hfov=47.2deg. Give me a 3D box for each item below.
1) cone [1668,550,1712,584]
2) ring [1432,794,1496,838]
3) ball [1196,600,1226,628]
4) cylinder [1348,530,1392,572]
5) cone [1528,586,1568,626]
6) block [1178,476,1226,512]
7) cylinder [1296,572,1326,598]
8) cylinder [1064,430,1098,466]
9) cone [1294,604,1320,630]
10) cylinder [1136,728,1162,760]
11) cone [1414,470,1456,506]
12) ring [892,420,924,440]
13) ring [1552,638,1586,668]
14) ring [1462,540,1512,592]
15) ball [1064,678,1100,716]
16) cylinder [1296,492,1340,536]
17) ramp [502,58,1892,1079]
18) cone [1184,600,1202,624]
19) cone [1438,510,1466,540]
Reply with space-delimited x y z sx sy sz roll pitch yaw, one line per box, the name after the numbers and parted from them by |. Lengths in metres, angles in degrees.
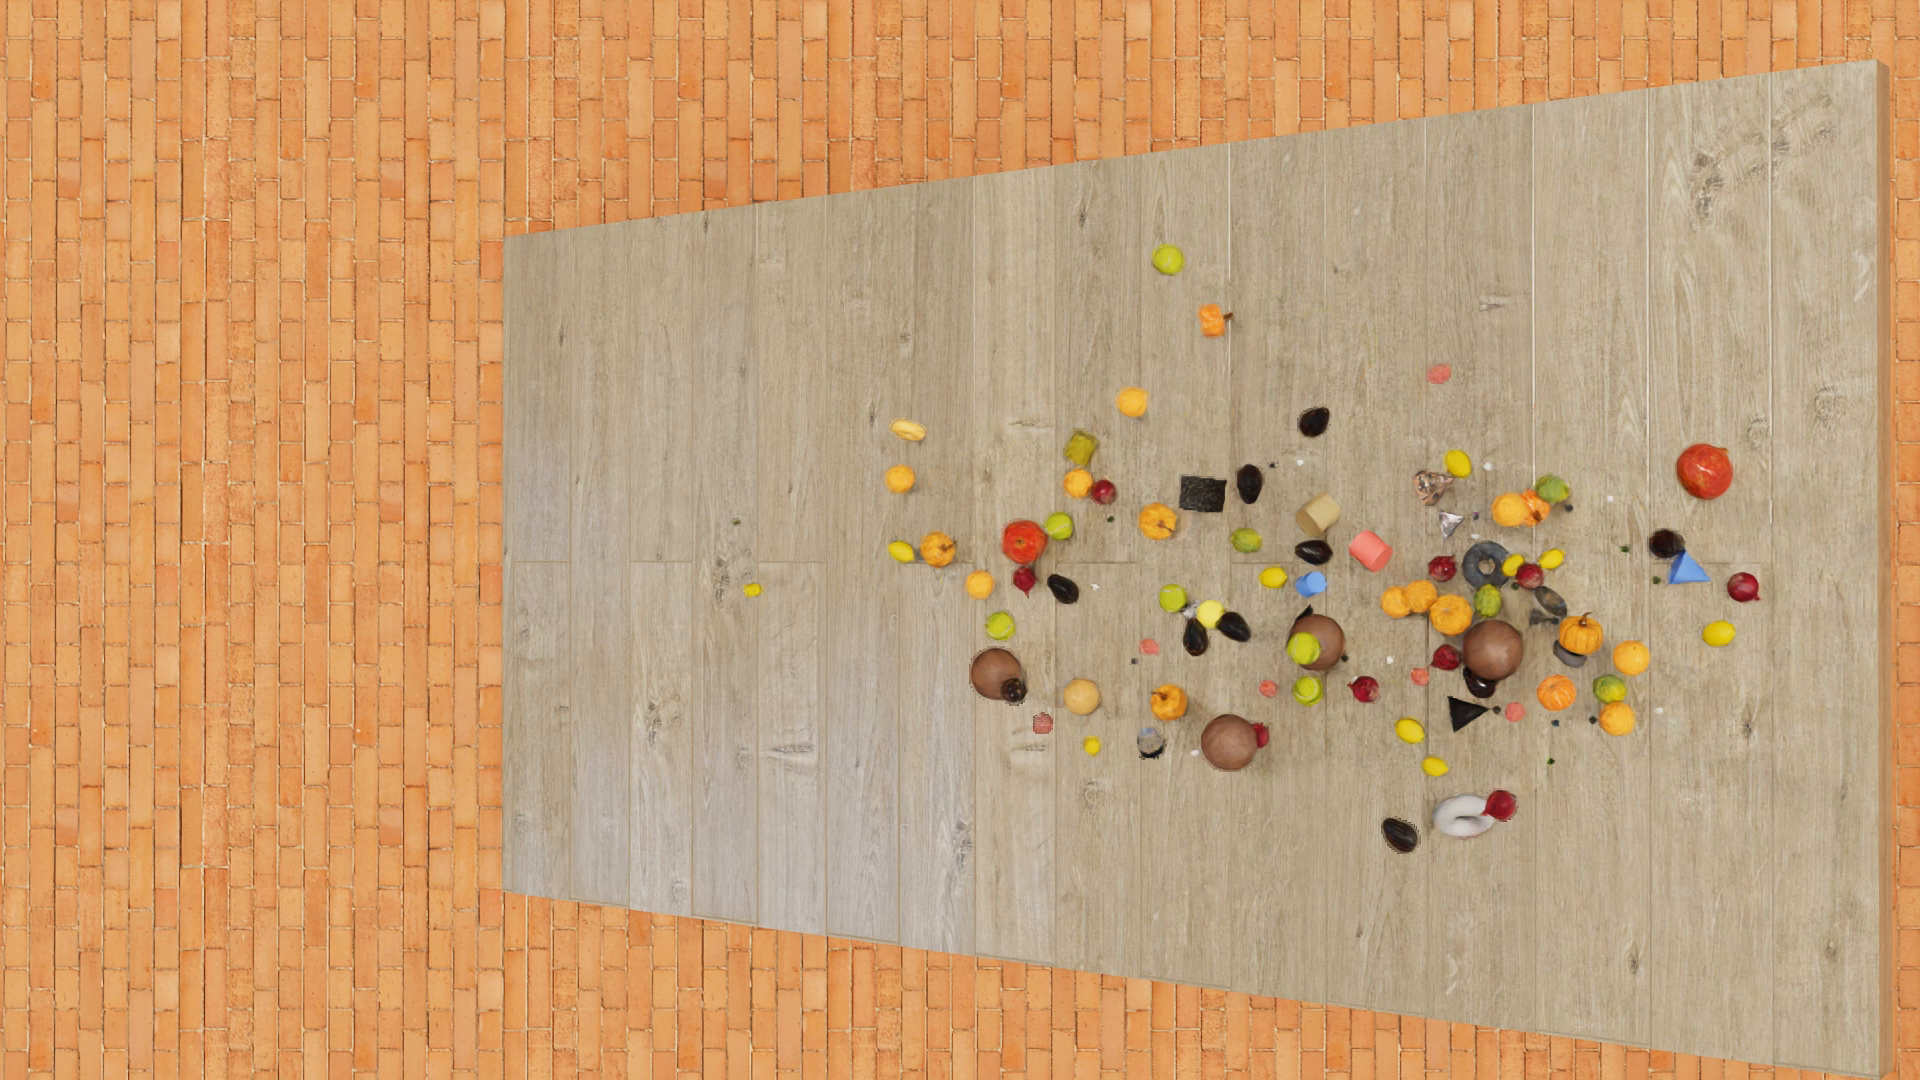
1.504 0.069 4.503 0.078 0.078 0.078 22 90 8 | cone
1.071 0.587 4.671 0.132 0.132 0.044 1 51 0 | ring
0.590 0.174 5.172 0.067 0.067 0.067 0 90 0 | ball
0.919 0.024 4.924 0.069 0.069 0.069 -46 61 0 | cylinder
1.230 0.156 4.666 0.082 0.082 0.082 33 128 0 | cone
0.572 -0.107 5.182 0.076 0.076 0.076 9 95 37 | block
0.799 0.101 5.009 0.051 0.051 0.051 5 76 -21 | cylinder
0.298 -0.226 5.396 0.064 0.064 0.064 24 109 0 | cylinder
0.803 0.186 5.034 0.054 0.054 0.054 -45 85 0 | cone
0.444 0.476 5.152 0.056 0.056 0.056 -1 109 -2 | cylinder
1.052 -0.125 4.802 0.085 0.085 0.085 16 65 -36 | cone
-0.133 -0.282 5.670 0.088 0.088 0.029 16 76 0 | ring
1.273 0.236 4.595 0.075 0.075 0.025 27 124 0 | ring
1.144 0.057 4.774 0.113 0.038 0.113 -1 88 37 | ring
0.297 0.383 5.377 0.091 0.091 0.091 0 90 0 | ball
0.812 -0.057 4.984 0.072 0.072 0.072 -38 90 -21 | cylinder
0.231 0.065 5.549 4.000 0.100 2.000 0 89 37 | ramp
0.544 0.173 5.213 0.057 0.057 0.057 0 89 37 | cone
1.054 -0.026 4.749 0.064 0.064 0.064 15 97 0 | cone
